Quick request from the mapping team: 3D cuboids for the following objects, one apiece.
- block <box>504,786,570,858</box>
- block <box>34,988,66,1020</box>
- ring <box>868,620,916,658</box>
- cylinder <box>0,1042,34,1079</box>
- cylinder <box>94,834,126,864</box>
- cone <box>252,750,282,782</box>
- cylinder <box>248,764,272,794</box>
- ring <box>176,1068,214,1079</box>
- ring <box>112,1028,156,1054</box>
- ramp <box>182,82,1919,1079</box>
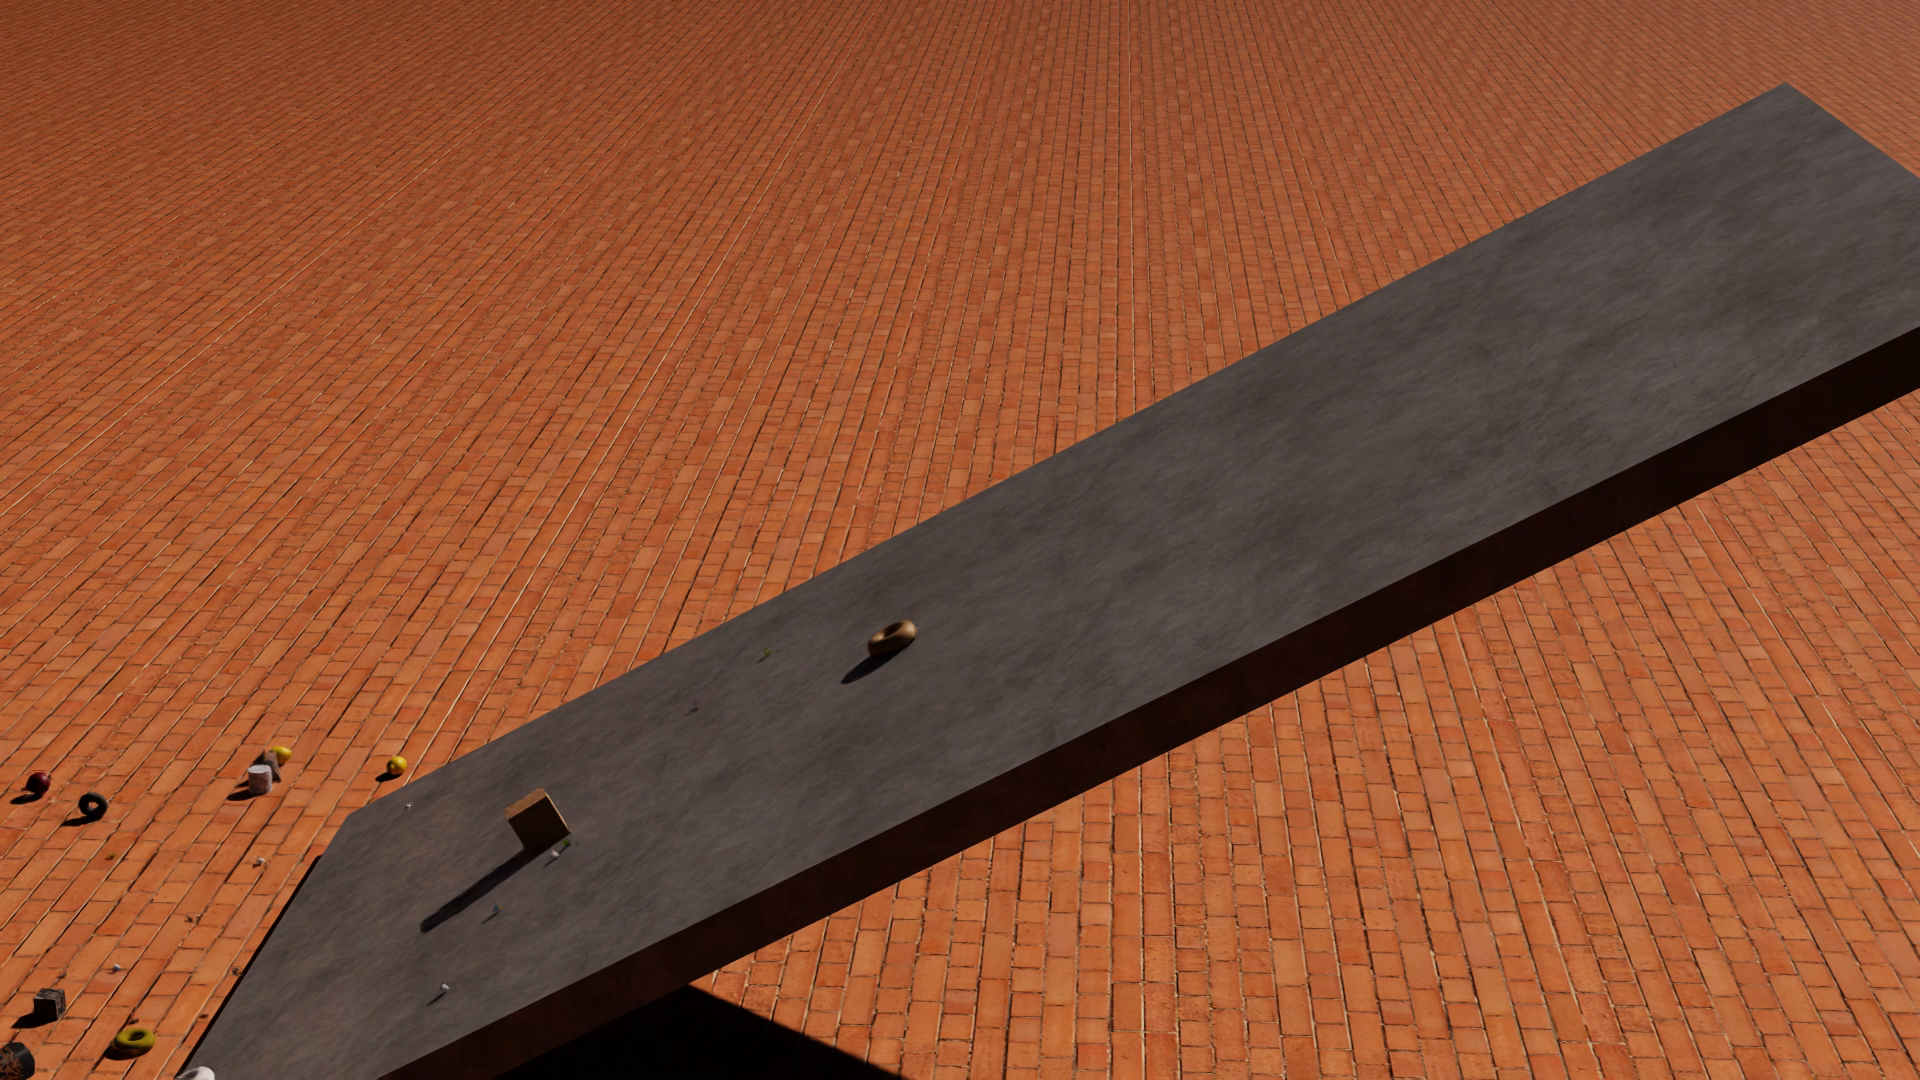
[{"bbox_3d":[-0.925,0.615,6.424,0.099,0.099,0.099,-32,14,-8],"label":"block"},{"bbox_3d":[-2.076,1.059,6.707,0.053,0.053,0.053,2,18,6],"label":"block"},{"bbox_3d":[-0.148,0.215,6.404,0.117,0.039,0.117,-27,15,8],"label":"ring"},{"bbox_3d":[-2.069,1.145,6.375,0.087,0.087,0.087,11,21,31],"label":"cylinder"},{"bbox_3d":[-2.178,0.802,7.547,0.073,0.073,0.073,-3,18,1],"label":"cylinder"},{"bbox_3d":[-1.882,0.637,8.053,0.085,0.085,0.085,41,36,24],"label":"cone"},{"bbox_3d":[-1.897,0.650,7.974,0.062,0.062,0.062,0,18,0],"label":"cylinder"},{"bbox_3d":[-1.594,1.135,6.060,0.129,0.043,0.129,-27,15,8],"label":"ring"},{"bbox_3d":[-1.841,1.118,6.558,0.093,0.031,0.093,1,18,0],"label":"ring"},{"bbox_3d":[0.141,0.167,6.282,4.000,0.100,2.000,-27,14,11],"label":"ramp"}]
